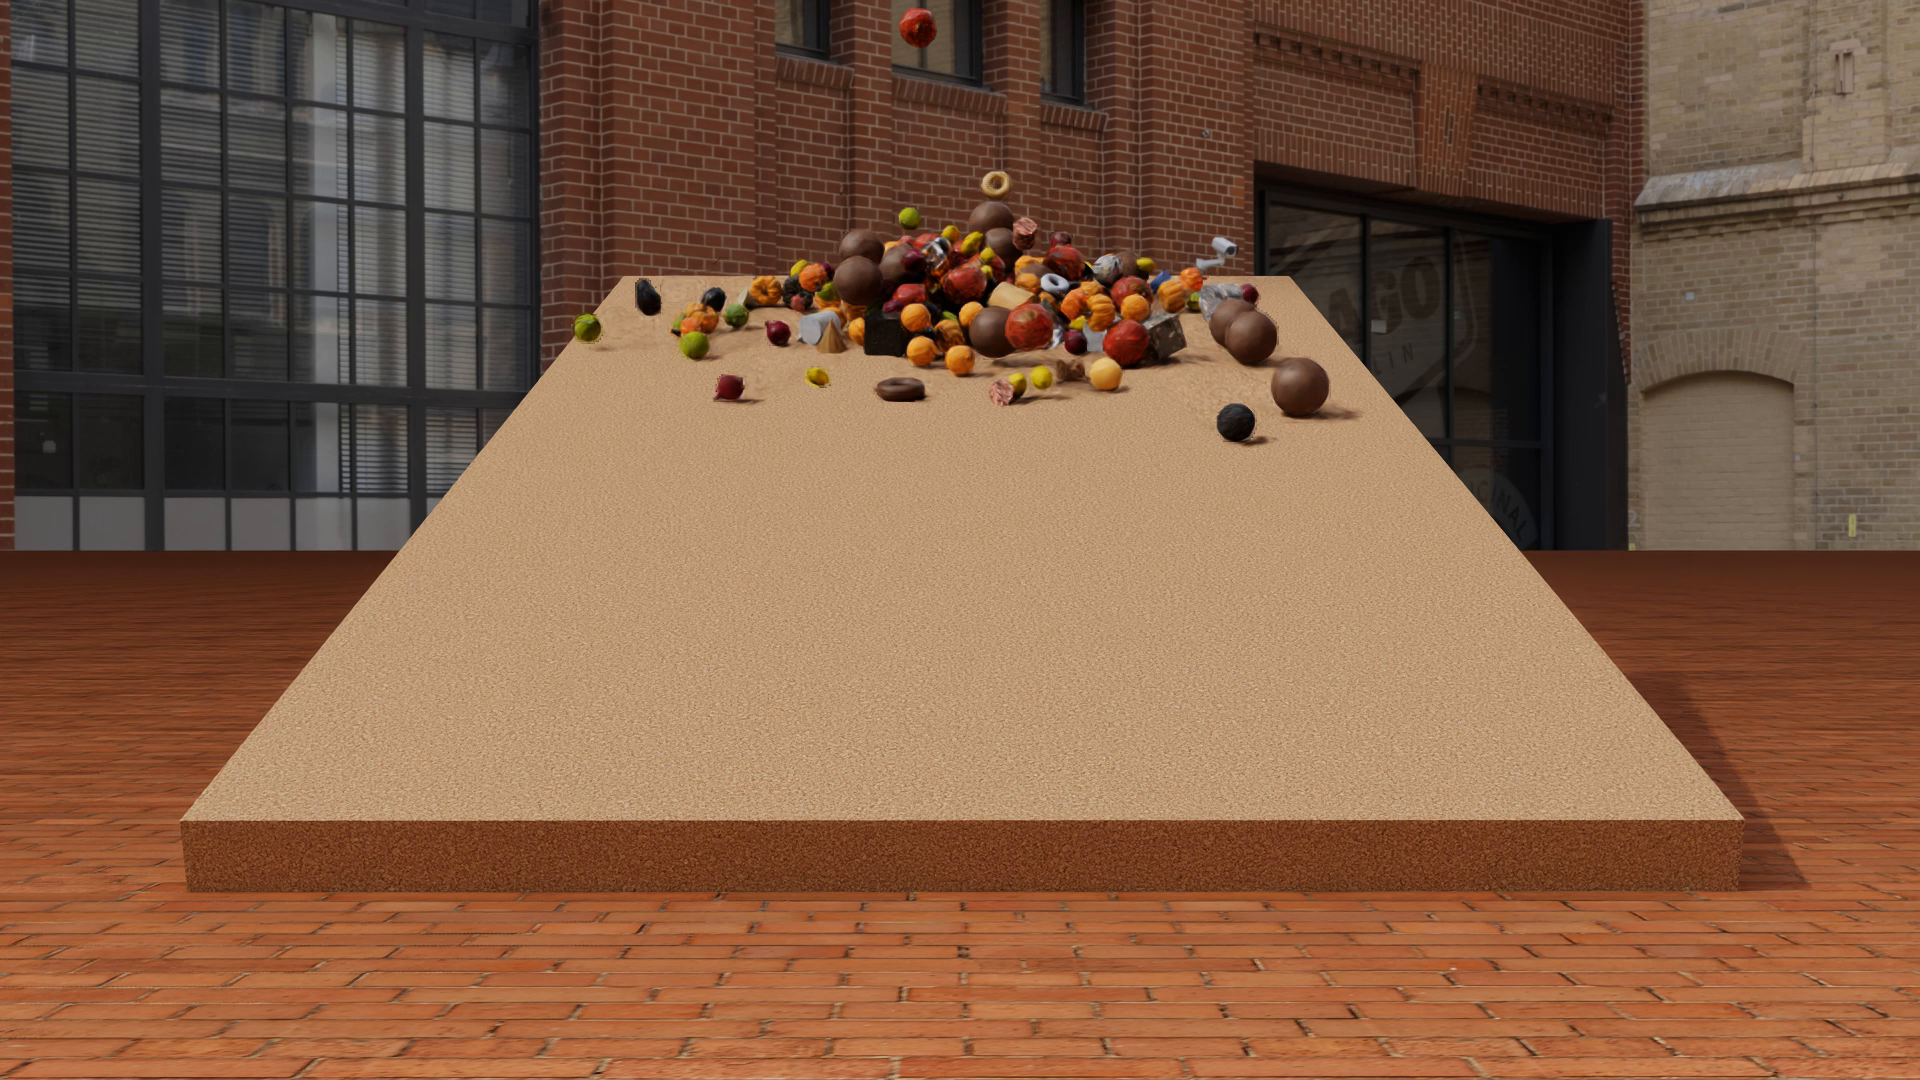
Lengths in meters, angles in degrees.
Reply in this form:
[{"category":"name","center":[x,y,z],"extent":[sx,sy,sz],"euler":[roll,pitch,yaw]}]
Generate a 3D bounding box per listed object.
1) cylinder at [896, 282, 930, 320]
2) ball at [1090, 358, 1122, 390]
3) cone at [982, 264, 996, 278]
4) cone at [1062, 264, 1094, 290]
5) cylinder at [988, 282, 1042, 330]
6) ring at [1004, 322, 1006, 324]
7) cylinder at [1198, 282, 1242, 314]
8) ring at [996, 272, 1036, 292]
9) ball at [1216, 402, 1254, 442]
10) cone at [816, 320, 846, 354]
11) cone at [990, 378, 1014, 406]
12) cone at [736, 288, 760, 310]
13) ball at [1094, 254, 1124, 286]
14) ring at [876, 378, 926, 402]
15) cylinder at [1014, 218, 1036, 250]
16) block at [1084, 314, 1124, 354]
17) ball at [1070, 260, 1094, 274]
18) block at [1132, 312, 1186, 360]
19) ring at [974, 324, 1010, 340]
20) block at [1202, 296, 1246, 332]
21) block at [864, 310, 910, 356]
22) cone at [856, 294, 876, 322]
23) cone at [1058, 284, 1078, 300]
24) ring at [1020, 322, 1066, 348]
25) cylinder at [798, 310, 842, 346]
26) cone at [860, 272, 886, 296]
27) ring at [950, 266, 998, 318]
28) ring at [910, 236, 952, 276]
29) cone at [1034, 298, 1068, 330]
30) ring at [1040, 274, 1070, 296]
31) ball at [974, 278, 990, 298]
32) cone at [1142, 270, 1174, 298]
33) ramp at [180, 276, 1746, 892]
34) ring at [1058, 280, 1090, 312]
[{"category":"cylinder","center":[-0.128,-0.650,6.019],"extent":[0.078,0.078,0.078],"euler":[-12,27,6]},{"category":"ball","center":[0.341,-0.387,5.181],"extent":[0.077,0.077,0.077],"euler":[0,0,0]},{"category":"cone","center":[0.093,-0.785,6.592],"extent":[0.056,0.056,0.056],"euler":[0,-11,24]},{"category":"cone","center":[0.318,-0.753,6.374],"extent":[0.092,0.092,0.092],"euler":[0,10,-43]},{"category":"cylinder","center":[0.141,-0.602,5.702],"extent":[0.098,0.098,0.098],"euler":[28,14,29]},{"category":"ring","center":[0.139,-0.615,5.937],"extent":[0.081,0.081,0.027],"euler":[0,-5,7]},{"category":"cylinder","center":[0.712,-0.657,6.062],"extent":[0.087,0.087,0.087],"euler":[-8,3,-26]},{"category":"ring","center":[0.146,-0.715,6.239],"extent":[0.140,0.047,0.140],"euler":[-14,-11,-3]},{"category":"ball","center":[0.586,-0.251,4.718],"extent":[0.082,0.082,0.082],"euler":[0,0,0]},{"category":"cone","center":[-0.325,-0.520,5.613],"extent":[0.080,0.080,0.080],"euler":[0,17,0]},{"category":"cone","center":[0.109,-0.330,5.073],"extent":[0.063,0.063,0.063],"euler":[0,-12,28]},{"category":"cone","center":[-0.579,-0.657,6.158],"extent":[0.064,0.064,0.064],"euler":[22,-10,-26]},{"category":"ball","center":[0.405,-0.736,6.046],"extent":[0.084,0.084,0.084],"euler":[0,0,0]},{"category":"ring","center":[-0.137,-0.347,5.112],"extent":[0.115,0.038,0.115],"euler":[-1,18,0]},{"category":"cylinder","center":[0.176,-0.837,6.065],"extent":[0.062,0.062,0.062],"euler":[0,-36,0]},{"category":"block","center":[0.364,-0.523,5.627],"extent":[0.076,0.076,0.076],"euler":[9,23,27]},{"category":"ball","center":[0.358,-0.783,6.501],"extent":[0.075,0.075,0.075],"euler":[0,0,0]},{"category":"block","center":[0.493,-0.506,5.494],"extent":[0.086,0.086,0.086],"euler":[-28,21,-22]},{"category":"ring","center":[0.085,-0.544,5.780],"extent":[0.093,0.031,0.093],"euler":[0,18,0]},{"category":"block","center":[0.685,-0.585,5.745],"extent":[0.066,0.066,0.066],"euler":[17,8,-43]},{"category":"block","center":[-0.184,-0.520,5.590],"extent":[0.095,0.095,0.095],"euler":[4,17,13]},{"category":"cone","center":[-0.247,-0.632,5.998],"extent":[0.073,0.073,0.073],"euler":[0,16,0]},{"category":"cone","center":[0.301,-0.696,6.299],"extent":[0.051,0.051,0.051],"euler":[-27,-1,1]},{"category":"ring","center":[0.214,-0.522,5.669],"extent":[0.118,0.039,0.118],"euler":[-7,26,4]},{"category":"cylinder","center":[-0.359,-0.547,5.707],"extent":[0.078,0.078,0.078],"euler":[0,15,40]},{"category":"cone","center":[-0.247,-0.708,6.278],"extent":[0.076,0.076,0.076],"euler":[0,31,0]},{"category":"ring","center":[0.039,-0.668,5.991],"extent":[0.144,0.144,0.048],"euler":[0,17,22]},{"category":"ring","center":[-0.076,-0.745,5.832],"extent":[0.130,0.043,0.130],"euler":[-42,-9,-8]},{"category":"cone","center":[0.246,-0.577,5.867],"extent":[0.099,0.099,0.099],"euler":[29,1,2]},{"category":"ring","center":[0.255,-0.686,5.966],"extent":[0.084,0.028,0.084],"euler":[14,38,-11]},{"category":"ball","center":[0.065,-0.713,6.282],"extent":[0.055,0.055,0.055],"euler":[0,0,0]},{"category":"cone","center":[0.556,-0.722,6.338],"extent":[0.083,0.083,0.083],"euler":[-14,-6,23]},{"category":"ramp","center":[-0.003,-0.170,4.763],"extent":[2.000,0.100,4.000],"euler":[0,17,0]},{"category":"ring","center":[0.311,-0.665,6.050],"extent":[0.088,0.088,0.029],"euler":[0,20,-5]}]
